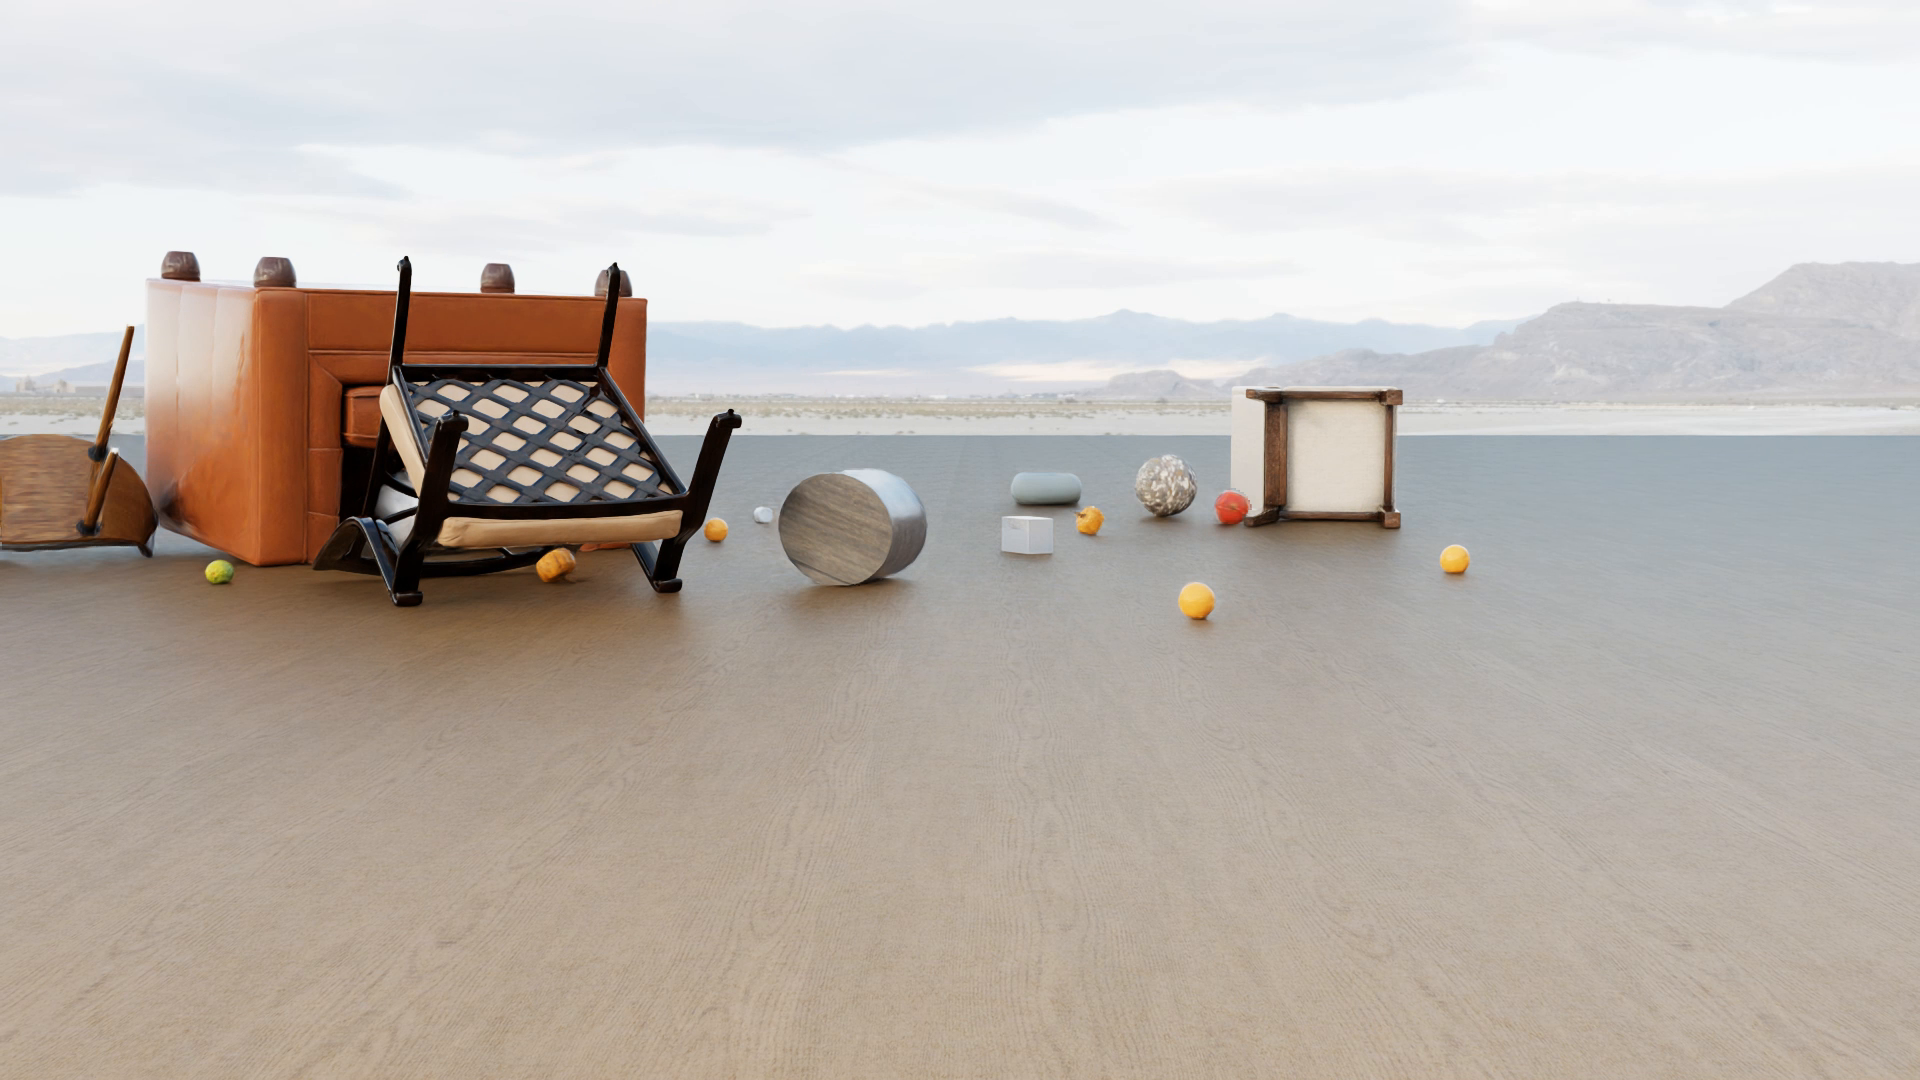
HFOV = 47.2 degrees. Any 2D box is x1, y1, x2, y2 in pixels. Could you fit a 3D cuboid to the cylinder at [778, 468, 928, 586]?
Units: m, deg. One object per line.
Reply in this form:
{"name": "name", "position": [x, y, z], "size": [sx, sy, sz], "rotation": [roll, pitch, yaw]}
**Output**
{"name": "cylinder", "position": [-0.246, -0.033, 5.132], "size": [0.276, 0.256, 0.278], "rotation": [23, 10, 13]}

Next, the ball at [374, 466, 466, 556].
{"name": "ball", "position": [-1.452, -0.077, 5.912], "size": [0.241, 0.241, 0.241], "rotation": [0, 4, 0]}

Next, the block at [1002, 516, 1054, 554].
{"name": "block", "position": [0.186, -0.014, 6.069], "size": [0.080, 0.094, 0.140], "rotation": [-2, 5, -31]}

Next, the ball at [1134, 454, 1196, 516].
{"name": "ball", "position": [0.726, -0.193, 7.759], "size": [0.218, 0.218, 0.218], "rotation": [0, 4, 0]}

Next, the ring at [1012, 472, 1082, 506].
{"name": "ring", "position": [0.339, -0.200, 8.593], "size": [0.275, 0.120, 0.362], "rotation": [2, 3, 12]}
